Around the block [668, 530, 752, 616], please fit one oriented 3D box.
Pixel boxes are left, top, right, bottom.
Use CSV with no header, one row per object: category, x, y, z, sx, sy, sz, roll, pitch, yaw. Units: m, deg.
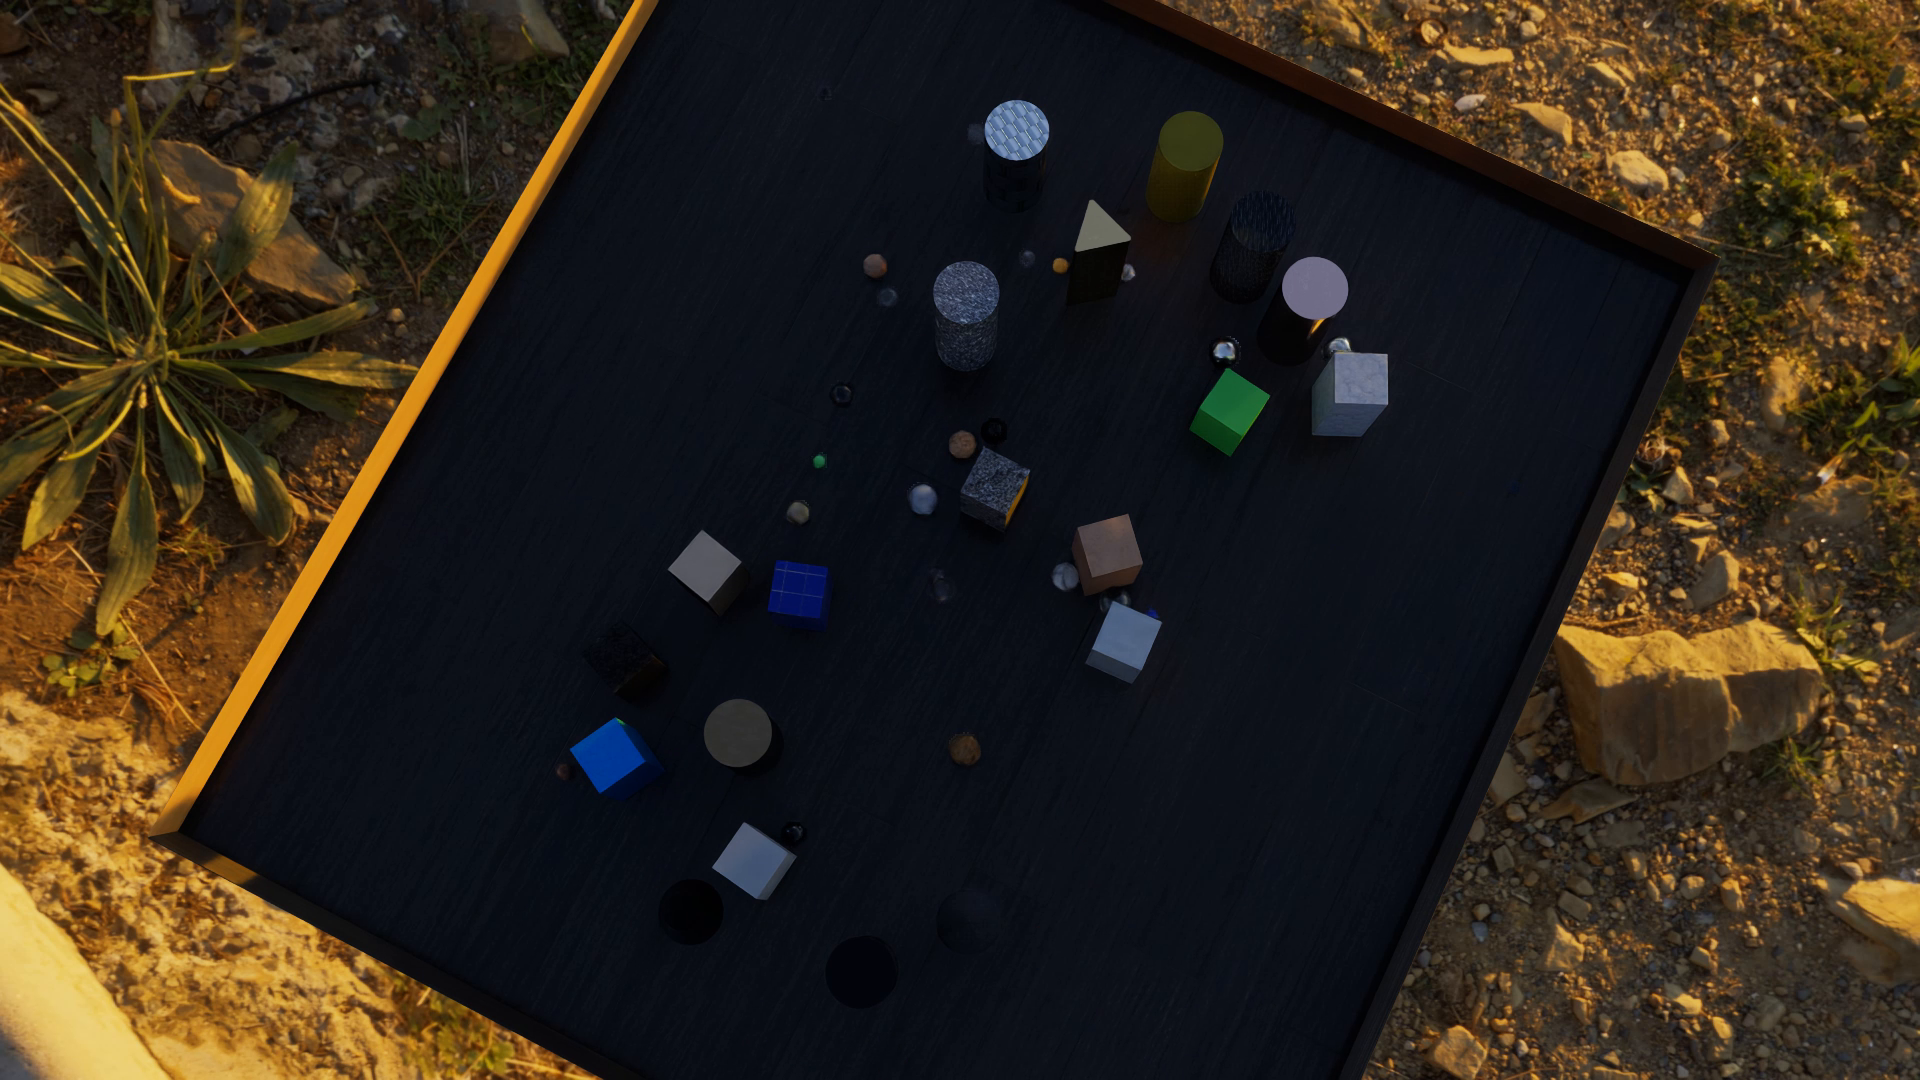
block,-0.742,0.102,5.456,0.153,0.273,0.153,38,81,7

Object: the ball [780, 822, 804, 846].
ball,-0.493,0.866,5.401,0.072,0.072,0.072,0,78,0

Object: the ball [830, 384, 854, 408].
ball,-0.366,-0.448,5.671,0.074,0.074,0.074,0,78,0

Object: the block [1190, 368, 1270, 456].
block,0.817,-0.386,5.570,0.153,0.247,0.153,34,80,7

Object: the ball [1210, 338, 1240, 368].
ball,0.821,-0.580,5.690,0.091,0.091,0.091,0,78,0

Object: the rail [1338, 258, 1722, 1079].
rail,1.511,0.746,5.397,0.045,0.125,3.695,26,80,5

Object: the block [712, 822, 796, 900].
block,-0.588,0.927,5.278,0.153,0.288,0.153,34,80,7

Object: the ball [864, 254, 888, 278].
ball,-0.266,-0.861,5.756,0.077,0.077,0.077,0,78,0

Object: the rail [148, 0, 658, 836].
rail,-1.511,-0.733,5.704,0.045,0.125,3.695,26,80,5

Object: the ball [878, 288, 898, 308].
ball,-0.225,-0.760,5.742,0.063,0.063,0.063,0,78,0

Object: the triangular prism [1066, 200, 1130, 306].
triangular prism,0.398,-0.874,5.553,0.166,0.479,0.144,-13,79,-3

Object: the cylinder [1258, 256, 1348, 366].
cylinder,1.027,-0.682,5.524,0.192,0.458,0.192,0,78,0

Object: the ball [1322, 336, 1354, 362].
ball,1.175,-0.588,5.690,0.094,0.094,0.094,0,78,0

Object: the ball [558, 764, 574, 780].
ball,-1.173,0.690,5.450,0.047,0.047,0.047,0,78,0

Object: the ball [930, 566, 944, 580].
ball,-0.071,0.100,5.574,0.043,0.043,0.043,0,78,0

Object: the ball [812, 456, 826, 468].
ball,-0.434,-0.241,5.645,0.041,0.041,0.041,0,78,0

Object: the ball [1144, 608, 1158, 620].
ball,0.578,0.231,5.546,0.045,0.045,0.045,0,78,0

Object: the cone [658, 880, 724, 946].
cone,-0.791,1.053,5.191,0.192,0.406,0.192,0,78,0

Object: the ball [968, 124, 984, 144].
ball,0.057,-1.296,5.855,0.059,0.059,0.059,0,78,0

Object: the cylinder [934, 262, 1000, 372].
cylinder,0.018,-0.667,5.517,0.192,0.466,0.192,0,78,0

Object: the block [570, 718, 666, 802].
block,-0.986,0.639,5.300,0.153,0.361,0.153,-35,80,-7

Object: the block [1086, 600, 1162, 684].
block,0.479,0.305,5.398,0.153,0.304,0.153,24,79,5

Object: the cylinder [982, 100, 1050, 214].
cylinder,0.169,-1.175,5.647,0.192,0.416,0.192,0,78,0

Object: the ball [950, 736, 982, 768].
ball,0.016,0.627,5.438,0.096,0.096,0.096,0,78,0

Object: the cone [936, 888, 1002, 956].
cone,0.025,1.081,5.187,0.192,0.403,0.192,0,78,0

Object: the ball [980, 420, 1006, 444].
ball,0.102,-0.333,5.645,0.079,0.079,0.079,0,78,0

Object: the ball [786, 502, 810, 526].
ball,-0.496,-0.080,5.596,0.072,0.072,0.072,0,78,0

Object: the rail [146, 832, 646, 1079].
rail,-0.816,1.604,5.220,3.425,0.125,0.045,26,80,5

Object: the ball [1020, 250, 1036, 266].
ball,0.214,-0.888,5.777,0.046,0.046,0.046,0,78,0

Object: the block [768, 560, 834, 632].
block,-0.472,0.169,5.452,0.153,0.255,0.153,8,78,2

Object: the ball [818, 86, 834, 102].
ball,-0.430,-1.434,5.889,0.047,0.047,0.047,0,78,0

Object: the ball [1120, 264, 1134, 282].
ball,0.523,-0.841,5.763,0.054,0.054,0.054,0,78,0

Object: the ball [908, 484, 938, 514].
ball,-0.111,-0.123,5.595,0.092,0.092,0.092,0,78,0

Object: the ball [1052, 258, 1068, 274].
ball,0.317,-0.865,5.770,0.050,0.050,0.050,0,78,0

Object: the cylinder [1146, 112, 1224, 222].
cylinder,0.687,-1.143,5.643,0.192,0.411,0.192,0,78,0

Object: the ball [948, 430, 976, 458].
ball,0.007,-0.293,5.633,0.086,0.086,0.086,0,78,0

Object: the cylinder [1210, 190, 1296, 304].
cylinder,0.884,-0.882,5.564,0.192,0.461,0.192,0,78,0

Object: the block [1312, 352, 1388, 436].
block,1.170,-0.435,5.521,0.153,0.362,0.153,2,78,0

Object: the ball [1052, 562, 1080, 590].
ball,0.320,0.111,5.551,0.084,0.084,0.084,0,78,0

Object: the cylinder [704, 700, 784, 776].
cylinder,-0.623,0.577,5.316,0.192,0.355,0.192,0,78,0

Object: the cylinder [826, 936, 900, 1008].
cylinder,-0.271,1.215,5.171,0.192,0.381,0.192,0,78,0

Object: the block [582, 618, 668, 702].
block,-0.988,0.360,5.412,0.153,0.254,0.153,-41,81,-8

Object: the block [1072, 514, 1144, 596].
block,0.434,0.048,5.447,0.153,0.312,0.153,-15,79,-3

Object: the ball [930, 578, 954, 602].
ball,-0.053,0.150,5.548,0.073,0.073,0.073,0,78,0

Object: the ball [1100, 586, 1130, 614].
ball,0.468,0.187,5.529,0.096,0.096,0.096,0,78,0

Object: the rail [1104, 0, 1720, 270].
rail,0.816,-1.591,5.881,3.425,0.125,0.045,26,80,5

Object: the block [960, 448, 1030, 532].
block,0.104,-0.148,5.516,0.153,0.257,0.153,27,80,5
